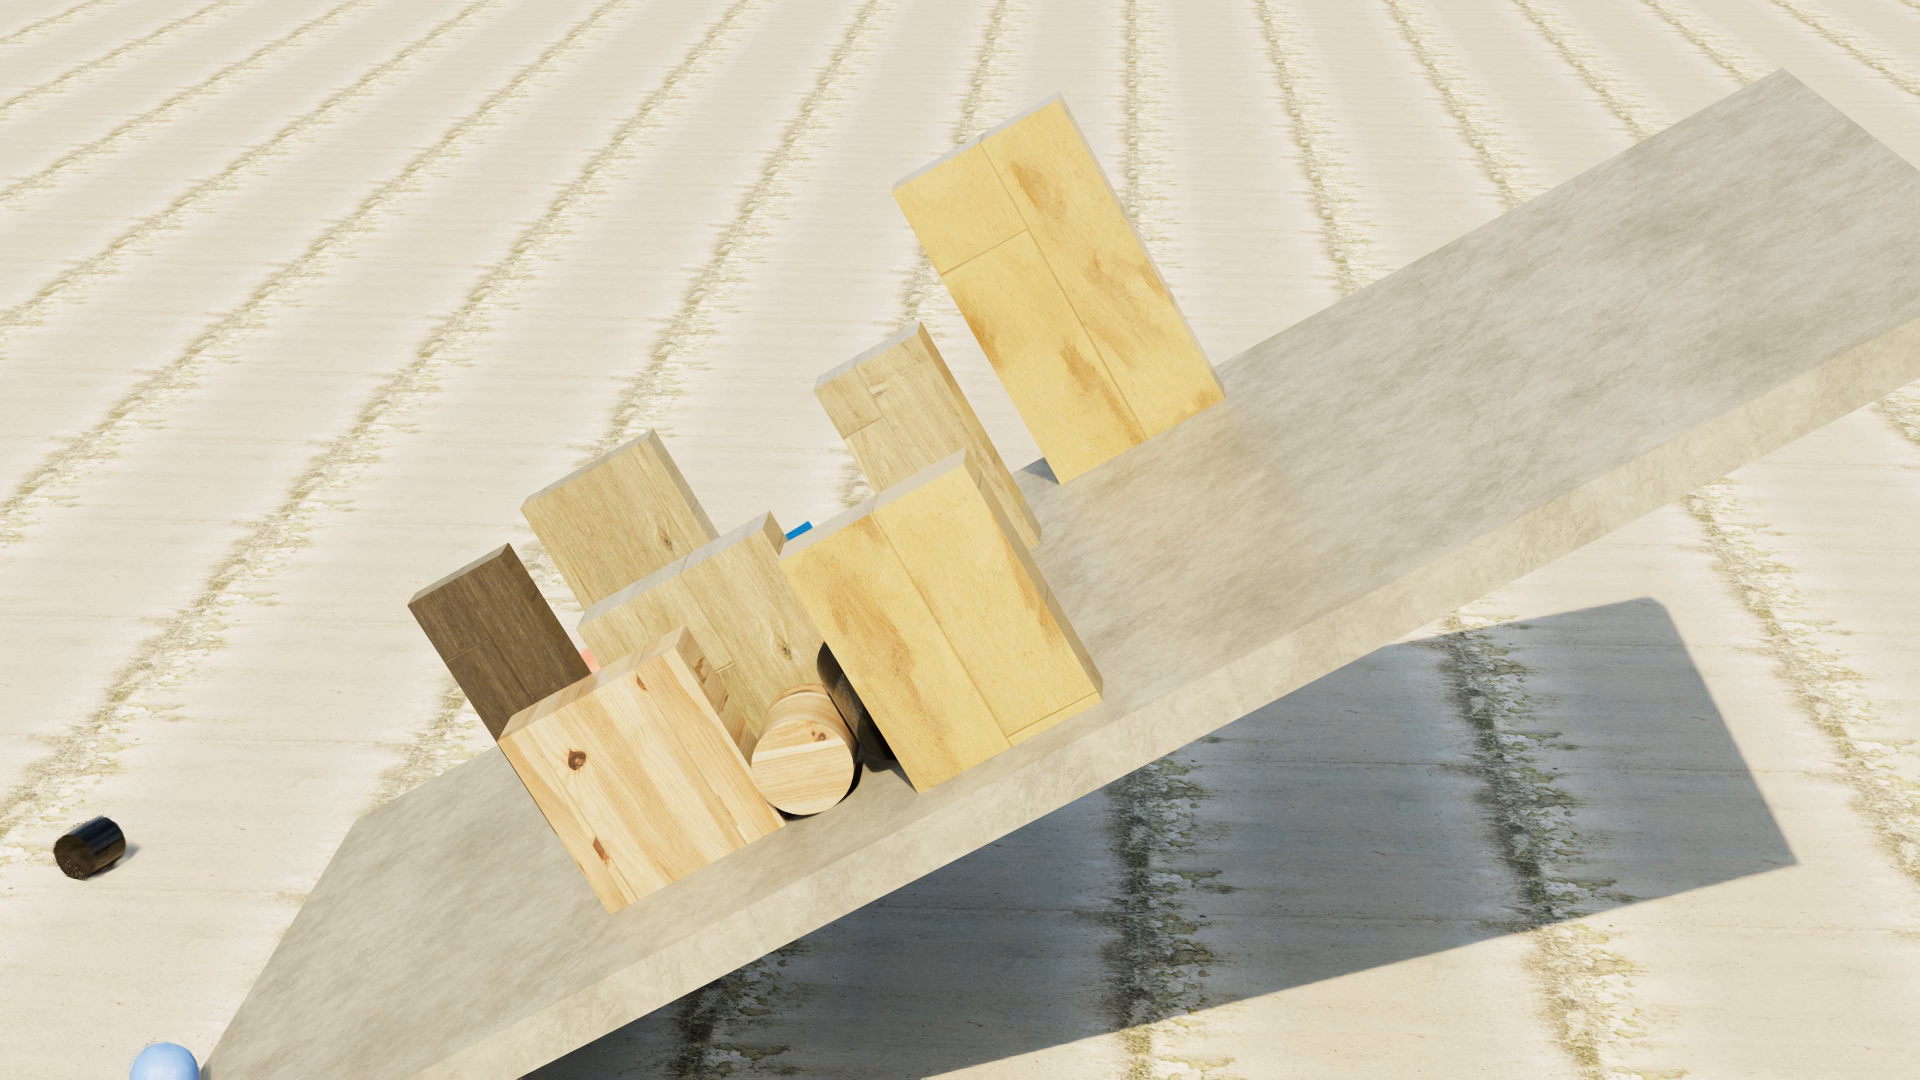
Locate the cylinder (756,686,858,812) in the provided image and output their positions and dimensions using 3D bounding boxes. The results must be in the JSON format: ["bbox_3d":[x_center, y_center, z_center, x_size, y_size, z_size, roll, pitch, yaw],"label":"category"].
[{"bbox_3d":[-0.298,0.407,5.750,0.197,0.197,0.197,-1,12,-2],"label":"cylinder"}]

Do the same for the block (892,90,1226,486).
[{"bbox_3d":[0.232,-0.578,6.807,0.435,0.796,0.116,-28,15,12],"label":"block"}]

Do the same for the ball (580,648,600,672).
[{"bbox_3d":[-0.921,0.341,7.532,0.144,0.144,0.144,0,18,0],"label":"ball"}]

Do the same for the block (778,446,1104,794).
[{"bbox_3d":[-0.032,0.151,5.433,0.390,0.518,0.114,-28,15,12],"label":"block"}]

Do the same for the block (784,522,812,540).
[{"bbox_3d":[-0.381,0.104,6.948,0.195,0.195,0.195,-31,14,-2],"label":"block"}]

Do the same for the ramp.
[{"bbox_3d":[0.142,0.167,6.283,4.000,0.100,2.000,-28,15,12],"label":"ramp"}]

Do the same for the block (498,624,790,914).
[{"bbox_3d":[-0.615,0.452,5.784,0.407,0.418,0.136,-28,15,12],"label":"block"}]

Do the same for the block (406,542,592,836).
[{"bbox_3d":[-0.935,0.329,6.442,0.243,0.615,0.081,-28,15,12],"label":"block"}]

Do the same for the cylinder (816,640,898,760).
[{"bbox_3d":[-0.142,0.279,5.693,0.210,0.210,0.210,-8,38,-24],"label":"cylinder"}]

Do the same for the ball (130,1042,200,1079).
[{"bbox_3d":[-1.671,1.127,6.180,0.141,0.141,0.141,0,18,0],"label":"ball"}]

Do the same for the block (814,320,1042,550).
[{"bbox_3d":[-0.069,-0.179,6.561,0.265,0.550,0.116,-28,15,12],"label":"block"}]

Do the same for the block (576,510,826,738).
[{"bbox_3d":[-0.458,0.261,5.984,0.439,0.484,0.127,-28,15,12],"label":"block"}]

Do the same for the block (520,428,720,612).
[{"bbox_3d":[-0.711,0.086,6.848,0.346,0.601,0.094,-28,15,12],"label":"block"}]
